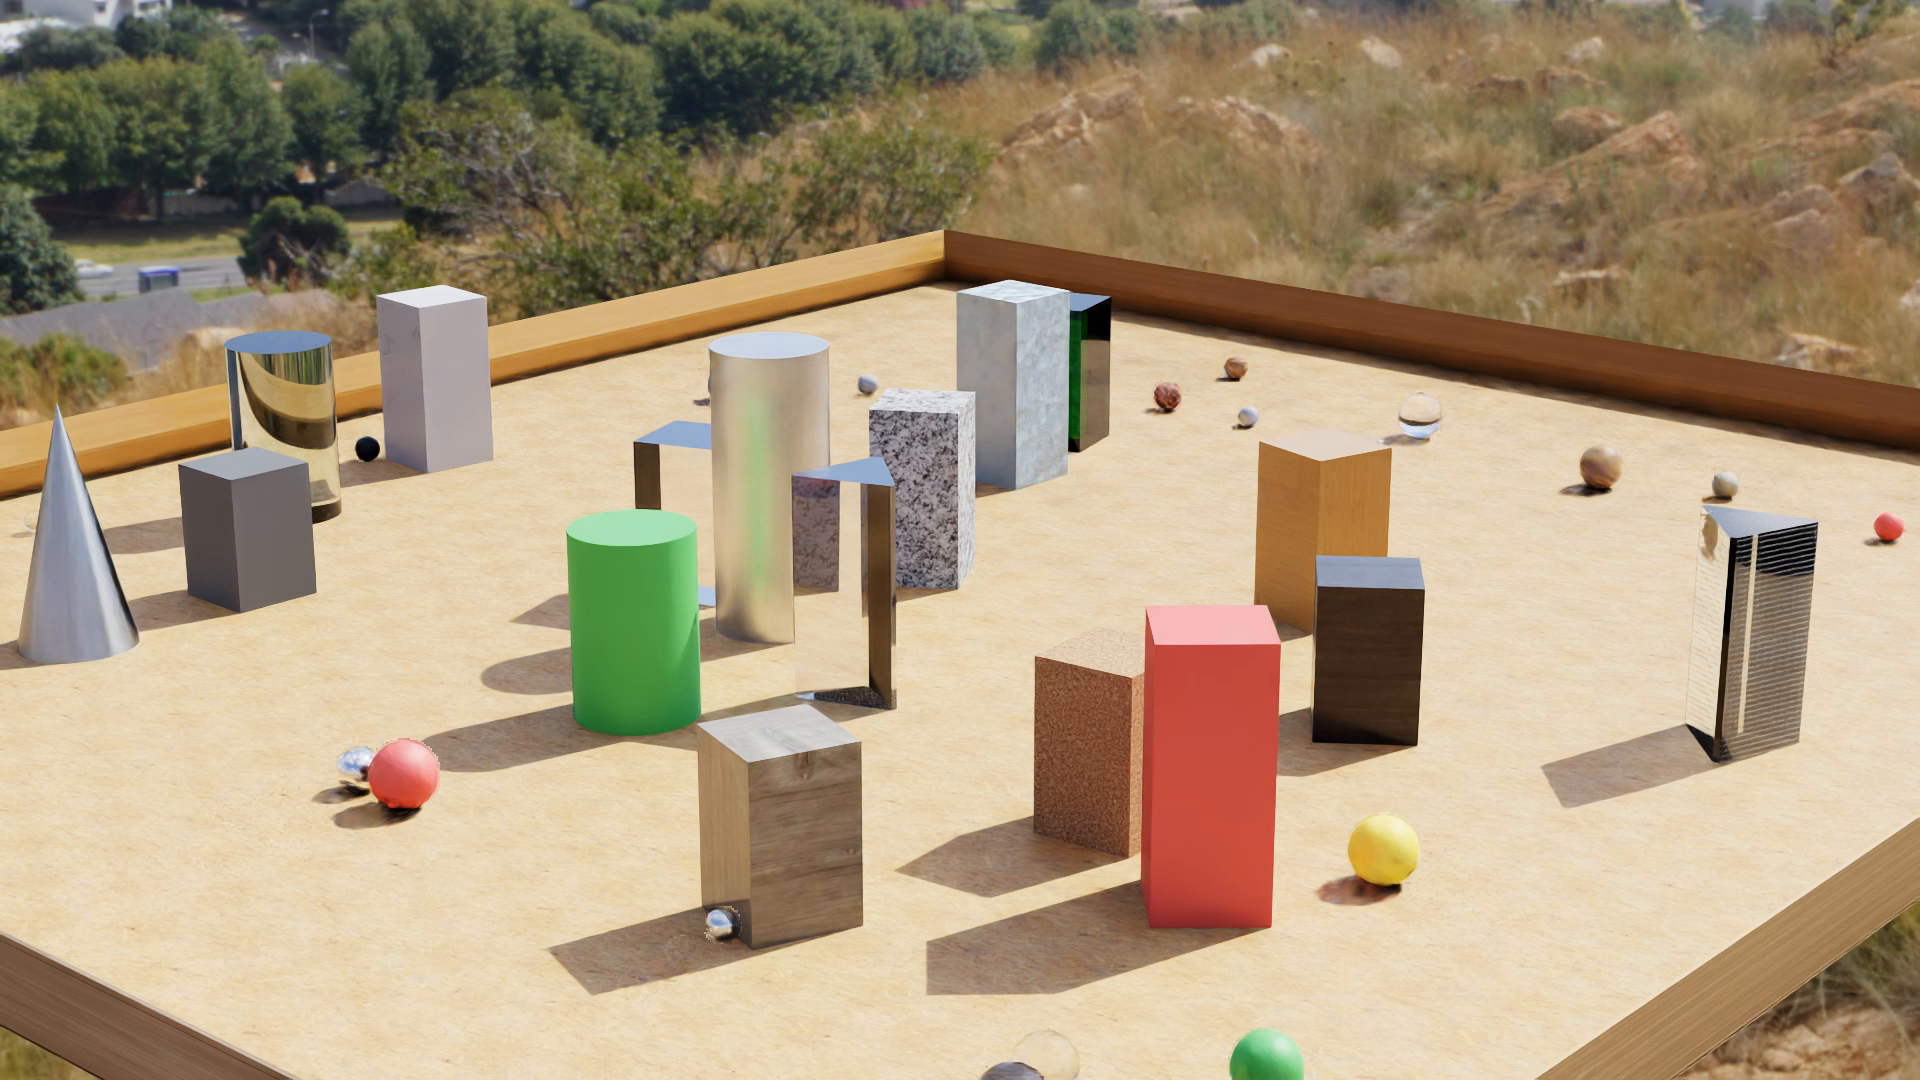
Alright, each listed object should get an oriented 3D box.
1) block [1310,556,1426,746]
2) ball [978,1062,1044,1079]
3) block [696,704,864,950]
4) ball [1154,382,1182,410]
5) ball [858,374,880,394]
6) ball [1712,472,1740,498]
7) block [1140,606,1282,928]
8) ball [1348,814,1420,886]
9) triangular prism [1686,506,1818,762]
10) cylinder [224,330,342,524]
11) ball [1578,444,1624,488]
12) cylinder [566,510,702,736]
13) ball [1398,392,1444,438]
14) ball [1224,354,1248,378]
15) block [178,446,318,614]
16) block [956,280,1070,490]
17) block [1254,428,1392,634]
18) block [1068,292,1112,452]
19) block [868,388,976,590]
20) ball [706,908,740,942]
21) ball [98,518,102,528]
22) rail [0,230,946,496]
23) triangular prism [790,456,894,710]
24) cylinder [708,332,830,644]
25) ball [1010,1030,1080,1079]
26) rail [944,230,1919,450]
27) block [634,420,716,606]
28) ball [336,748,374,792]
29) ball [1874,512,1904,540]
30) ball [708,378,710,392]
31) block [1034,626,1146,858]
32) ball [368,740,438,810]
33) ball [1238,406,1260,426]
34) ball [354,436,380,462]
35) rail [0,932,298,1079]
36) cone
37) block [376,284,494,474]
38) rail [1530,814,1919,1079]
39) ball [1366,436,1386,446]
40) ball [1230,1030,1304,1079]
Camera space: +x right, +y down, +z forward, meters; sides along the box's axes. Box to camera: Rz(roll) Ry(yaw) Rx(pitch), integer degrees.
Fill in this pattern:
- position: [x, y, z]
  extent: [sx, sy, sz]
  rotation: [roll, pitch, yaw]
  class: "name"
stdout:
- position: [0.619, 0.167, 4.469]
  extent: [0.158, 0.248, 0.158]
  rotation: [2, 17, 5]
  class: "block"
- position: [0.057, 0.621, 3.242]
  extent: [0.087, 0.087, 0.087]
  rotation: [0, 17, 0]
  class: "ball"
- position: [-0.232, 0.368, 3.788]
  extent: [0.158, 0.255, 0.158]
  rotation: [-9, 19, -27]
  class: "block"
- position: [0.454, -0.315, 6.391]
  extent: [0.063, 0.063, 0.063]
  rotation: [0, 17, 0]
  class: "ball"
- position: [-0.204, -0.347, 6.520]
  extent: [0.048, 0.048, 0.048]
  rotation: [0, 17, 0]
  class: "ball"
- position: [1.492, -0.107, 5.715]
  extent: [0.053, 0.053, 0.053]
  rotation: [0, 17, 0]
  class: "ball"
- position: [0.323, 0.293, 3.810]
  extent: [0.158, 0.387, 0.158]
  rotation: [0, 17, -1]
  class: "block"
- position: [0.566, 0.414, 3.914]
  extent: [0.095, 0.095, 0.095]
  rotation: [0, 17, 0]
  class: "ball"
- position: [1.158, 0.133, 4.407]
  extent: [0.171, 0.349, 0.148]
  rotation: [-10, 19, -29]
  class: "triangular prism"
- position: [-1.286, -0.213, 5.577]
  extent: [0.198, 0.336, 0.198]
  rotation: [0, 17, 0]
  class: "cylinder"
- position: [1.265, -0.145, 5.784]
  extent: [0.086, 0.086, 0.086]
  rotation: [0, 17, 0]
  class: "ball"
- position: [-0.501, 0.125, 4.515]
  extent: [0.198, 0.302, 0.198]
  rotation: [0, 17, 0]
  class: "cylinder"
- position: [0.967, -0.261, 6.156]
  extent: [0.095, 0.095, 0.095]
  rotation: [0, 17, 0]
  class: "ball"
- position: [0.629, -0.394, 6.666]
  extent: [0.055, 0.055, 0.055]
  rotation: [0, 17, 0]
  class: "ball"
- position: [-1.240, -0.019, 5.106]
  extent: [0.158, 0.238, 0.158]
  rotation: [15, 22, 40]
  class: "block"
- position: [0.105, -0.310, 5.829]
  extent: [0.158, 0.376, 0.158]
  rotation: [15, 22, 40]
  class: "block"
- position: [0.616, -0.017, 4.989]
  extent: [0.158, 0.301, 0.158]
  rotation: [-11, 20, -32]
  class: "block"
- position: [0.209, -0.353, 6.107]
  extent: [0.158, 0.298, 0.158]
  rotation: [8, 18, 24]
  class: "block"
- position: [-0.066, -0.092, 5.205]
  extent: [0.158, 0.320, 0.158]
  rotation: [3, 17, 11]
  class: "block"
- position: [-0.303, 0.491, 3.740]
  extent: [0.044, 0.044, 0.044]
  rotation: [0, 17, 0]
  class: "ball"
- position: [-1.625, -0.029, 5.476]
  extent: [0.042, 0.042, 0.042]
  rotation: [0, 17, 0]
  class: "ball"
- position: [-1.358, -0.308, 6.249]
  extent: [0.045, 0.129, 4.067]
  rotation: [14, 22, 39]
  class: "rail"
- position: [-0.154, 0.062, 4.617]
  extent: [0.171, 0.363, 0.148]
  rotation: [6, 18, 20]
  class: "triangular prism"
- position: [-0.315, -0.088, 4.903]
  extent: [0.198, 0.487, 0.198]
  rotation: [0, 17, 0]
  class: "cylinder"
- position: [0.097, 0.597, 3.332]
  extent: [0.081, 0.081, 0.081]
  rotation: [0, 17, 0]
  class: "ball"
- position: [1.318, -0.406, 6.573]
  extent: [3.645, 0.129, 0.045]
  rotation: [14, 22, 39]
  class: "rail"
- position: [-0.460, -0.048, 5.129]
  extent: [0.158, 0.280, 0.158]
  rotation: [7, 18, 21]
  class: "block"
- position: [-0.871, 0.332, 4.239]
  extent: [0.064, 0.064, 0.064]
  rotation: [0, 17, 0]
  class: "ball"
- position: [1.725, -0.025, 5.444]
  extent: [0.054, 0.054, 0.054]
  rotation: [0, 17, 0]
  class: "ball"
- position: [-0.523, -0.342, 6.468]
  extent: [0.070, 0.070, 0.070]
  rotation: [0, 17, 0]
  class: "ball"
- position: [0.213, 0.279, 4.075]
  extent: [0.158, 0.262, 0.158]
  rotation: [12, 20, 34]
  class: "block"
- position: [-0.792, 0.335, 4.171]
  extent: [0.099, 0.099, 0.099]
  rotation: [0, 17, 0]
  class: "ball"
- position: [0.616, -0.264, 6.255]
  extent: [0.044, 0.044, 0.044]
  rotation: [0, 17, 0]
  class: "ball"
- position: [-1.209, -0.186, 5.982]
  extent: [0.052, 0.052, 0.052]
  rotation: [0, 17, 0]
  class: "ball"
- position: [-1.318, 0.470, 3.667]
  extent: [3.645, 0.129, 0.045]
  rotation: [14, 22, 39]
  class: "rail"
- position: [-1.467, -0.026, 4.820]
  extent: [0.198, 0.414, 0.198]
  rotation: [0, 17, 0]
  class: "cone"
- position: [-1.065, -0.328, 5.951]
  extent: [0.158, 0.340, 0.158]
  rotation: [-15, 22, -40]
  class: "block"
- position: [1.358, 0.372, 3.991]
  extent: [0.045, 0.129, 4.067]
  rotation: [14, 22, 39]
  class: "rail"
- position: [0.842, -0.184, 5.972]
  extent: [0.052, 0.052, 0.052]
  rotation: [0, 17, 0]
  class: "ball"
- position: [0.348, 0.598, 3.322]
  extent: [0.085, 0.085, 0.085]
  rotation: [0, 17, 0]
  class: "ball"
